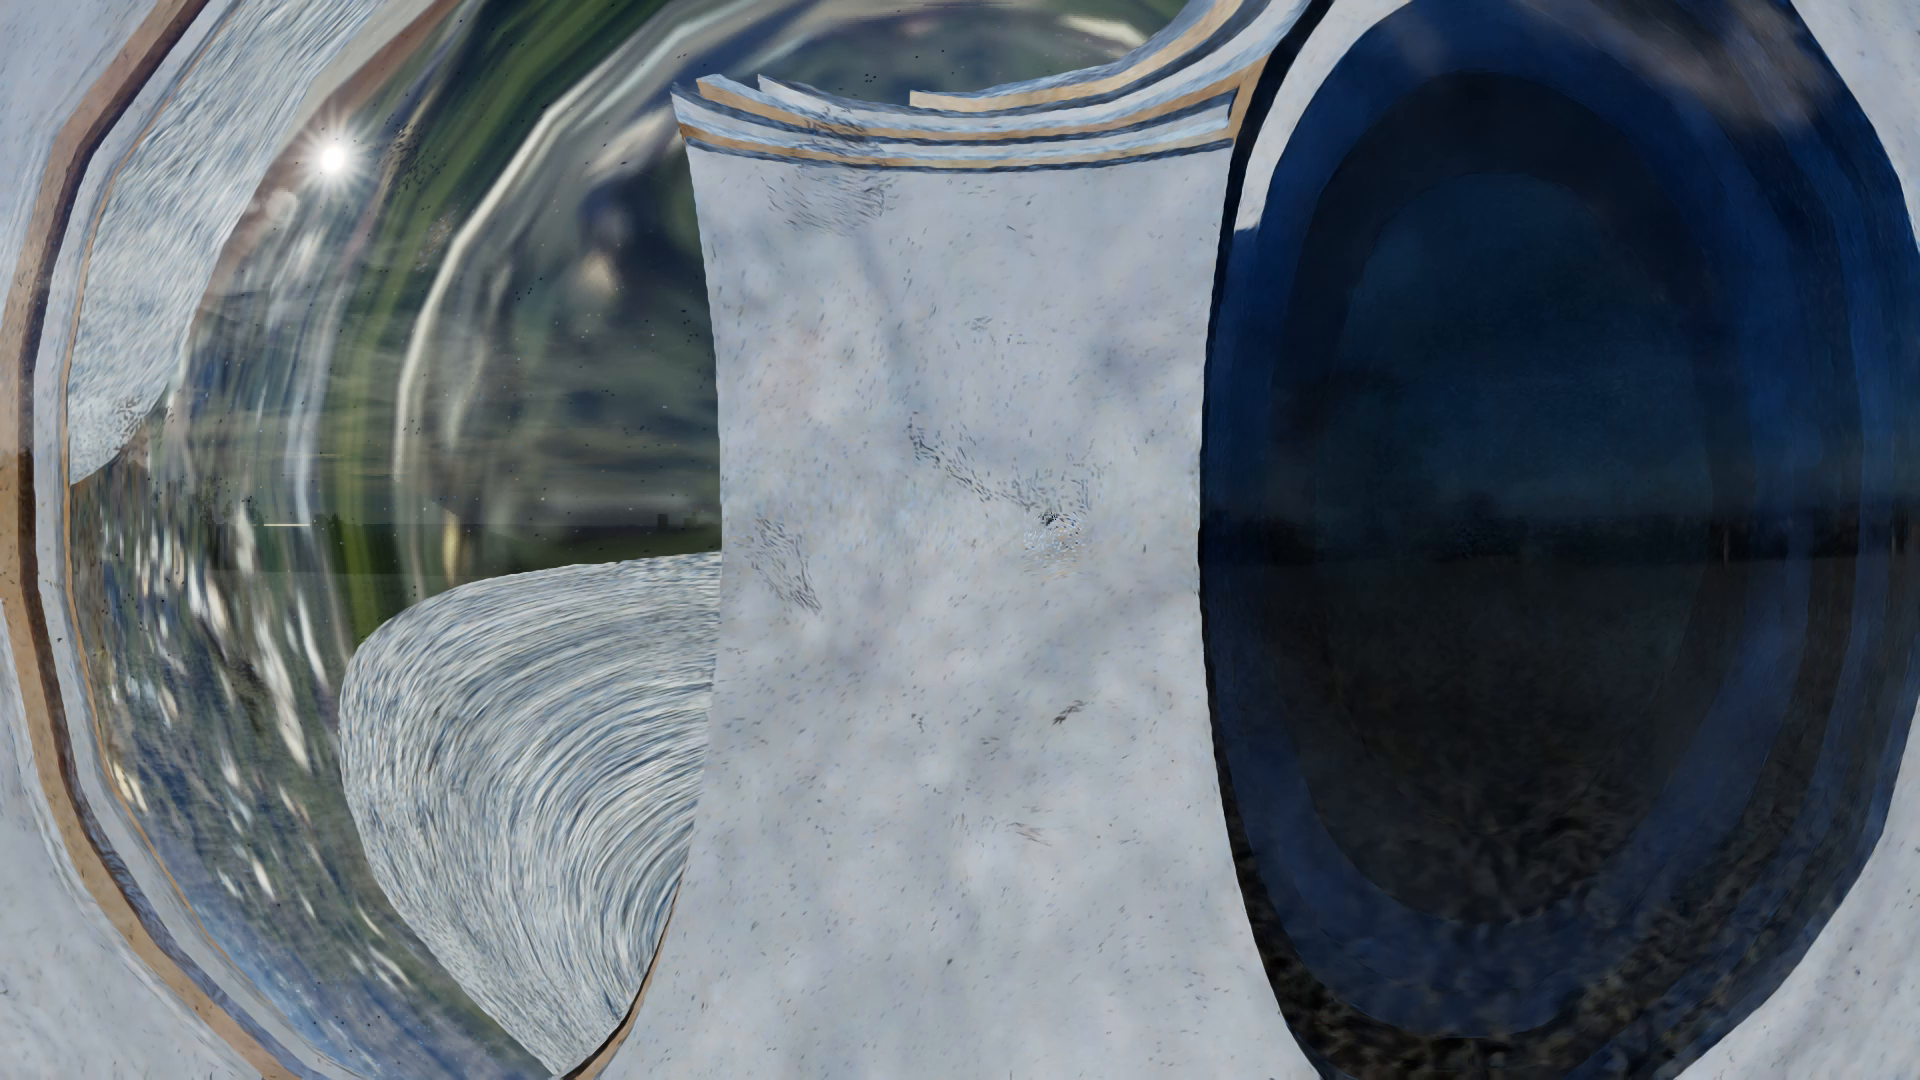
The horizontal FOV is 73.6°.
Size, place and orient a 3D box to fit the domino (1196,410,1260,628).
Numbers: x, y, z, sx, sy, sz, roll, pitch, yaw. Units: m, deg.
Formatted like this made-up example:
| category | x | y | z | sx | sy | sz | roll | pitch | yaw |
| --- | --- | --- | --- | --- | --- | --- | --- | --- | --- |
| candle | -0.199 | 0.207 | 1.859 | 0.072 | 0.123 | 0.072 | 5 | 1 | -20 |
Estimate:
| category | x | y | z | sx | sy | sz | roll | pitch | yaw |
| --- | --- | --- | --- | --- | --- | --- | --- | --- | --- |
| domino | 0.064 | -0.006 | 0.308 | 0.010 | 0.050 | 0.025 | 2 | 5 | 23 |

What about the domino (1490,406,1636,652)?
| category | x | y | z | sx | sy | sz | roll | pitch | yaw |
| --- | --- | --- | --- | --- | --- | --- | --- | --- | --- |
| domino | 0.127 | -0.003 | 0.271 | 0.025 | 0.050 | 0.009 | 4 | 6 | 42 |

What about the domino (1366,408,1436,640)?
| category | x | y | z | sx | sy | sz | roll | pitch | yaw |
| --- | --- | --- | --- | --- | --- | --- | --- | --- | --- |
| domino | 0.100 | -0.004 | 0.289 | 0.009 | 0.050 | 0.025 | 3 | 5 | 31 |

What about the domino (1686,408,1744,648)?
| category | x | y | z | sx | sy | sz | roll | pitch | yaw |
| --- | --- | --- | --- | --- | --- | --- | --- | --- | --- |
| domino | 0.165 | -0.003 | 0.278 | 0.010 | 0.050 | 0.025 | 1 | 4 | 11 |

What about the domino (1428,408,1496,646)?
| category | x | y | z | sx | sy | sz | roll | pitch | yaw |
| --- | --- | --- | --- | --- | --- | --- | --- | --- | --- |
| domino | 0.113 | -0.004 | 0.281 | 0.010 | 0.050 | 0.025 | 3 | 6 | 39 |

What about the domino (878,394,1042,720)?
| category | x | y | z | sx | sy | sz | roll | pitch | yaw |
| --- | --- | --- | --- | --- | --- | --- | --- | --- | --- |
| domino | 0.000 | 0.002 | 0.201 | 0.025 | 0.050 | 0.010 | 0 | 4 | 0 |

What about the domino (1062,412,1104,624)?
| category | x | y | z | sx | sy | sz | roll | pitch | yaw |
| --- | --- | --- | --- | --- | --- | --- | --- | --- | --- |
| domino | 0.025 | -0.006 | 0.313 | 0.010 | 0.050 | 0.025 | -2 | 5 | -20 |

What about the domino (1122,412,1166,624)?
| category | x | y | z | sx | sy | sz | roll | pitch | yaw |
| --- | --- | --- | --- | --- | --- | --- | --- | --- | --- |
| domino | 0.045 | -0.006 | 0.314 | 0.009 | 0.050 | 0.025 | 1 | 4 | 10 |

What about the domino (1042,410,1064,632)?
| category | x | y | z | sx | sy | sz | roll | pitch | yaw |
| --- | --- | --- | --- | --- | --- | --- | --- | --- | --- |
| domino | 0.011 | -0.005 | 0.300 | 0.025 | 0.050 | 0.010 | 2 | 5 | 30 |

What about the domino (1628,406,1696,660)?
| category | x | y | z | sx | sy | sz | roll | pitch | yaw |
| --- | --- | --- | --- | --- | --- | --- | --- | --- | --- |
| domino | 0.144 | -0.002 | 0.265 | 0.010 | 0.050 | 0.025 | 2 | 5 | 25 |

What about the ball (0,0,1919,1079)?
| category | x | y | z | sx | sy | sz | roll | pitch | yaw |
| --- | --- | --- | --- | --- | --- | --- | --- | --- | --- |
| ball | 0.000 | -0.002 | 0.056 | 0.080 | 0.080 | 0.080 | 0 | 4 | 0 |

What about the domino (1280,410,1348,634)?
| category | x | y | z | sx | sy | sz | roll | pitch | yaw |
| --- | --- | --- | --- | --- | --- | --- | --- | --- | --- |
| domino | 0.083 | -0.005 | 0.299 | 0.009 | 0.050 | 0.025 | 2 | 5 | 27 |

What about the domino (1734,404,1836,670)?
| category | x | y | z | sx | sy | sz | roll | pitch | yaw |
| --- | --- | --- | --- | --- | --- | --- | --- | --- | --- |
| domino | 0.162 | -0.001 | 0.253 | 0.010 | 0.050 | 0.025 | 2 | 5 | 20 |

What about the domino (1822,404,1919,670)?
| category | x | y | z | sx | sy | sz | roll | pitch | yaw |
| --- | --- | --- | --- | --- | --- | --- | --- | --- | --- |
| domino | 0.182 | -0.001 | 0.252 | 0.010 | 0.050 | 0.025 | 0 | 4 | 1 |
